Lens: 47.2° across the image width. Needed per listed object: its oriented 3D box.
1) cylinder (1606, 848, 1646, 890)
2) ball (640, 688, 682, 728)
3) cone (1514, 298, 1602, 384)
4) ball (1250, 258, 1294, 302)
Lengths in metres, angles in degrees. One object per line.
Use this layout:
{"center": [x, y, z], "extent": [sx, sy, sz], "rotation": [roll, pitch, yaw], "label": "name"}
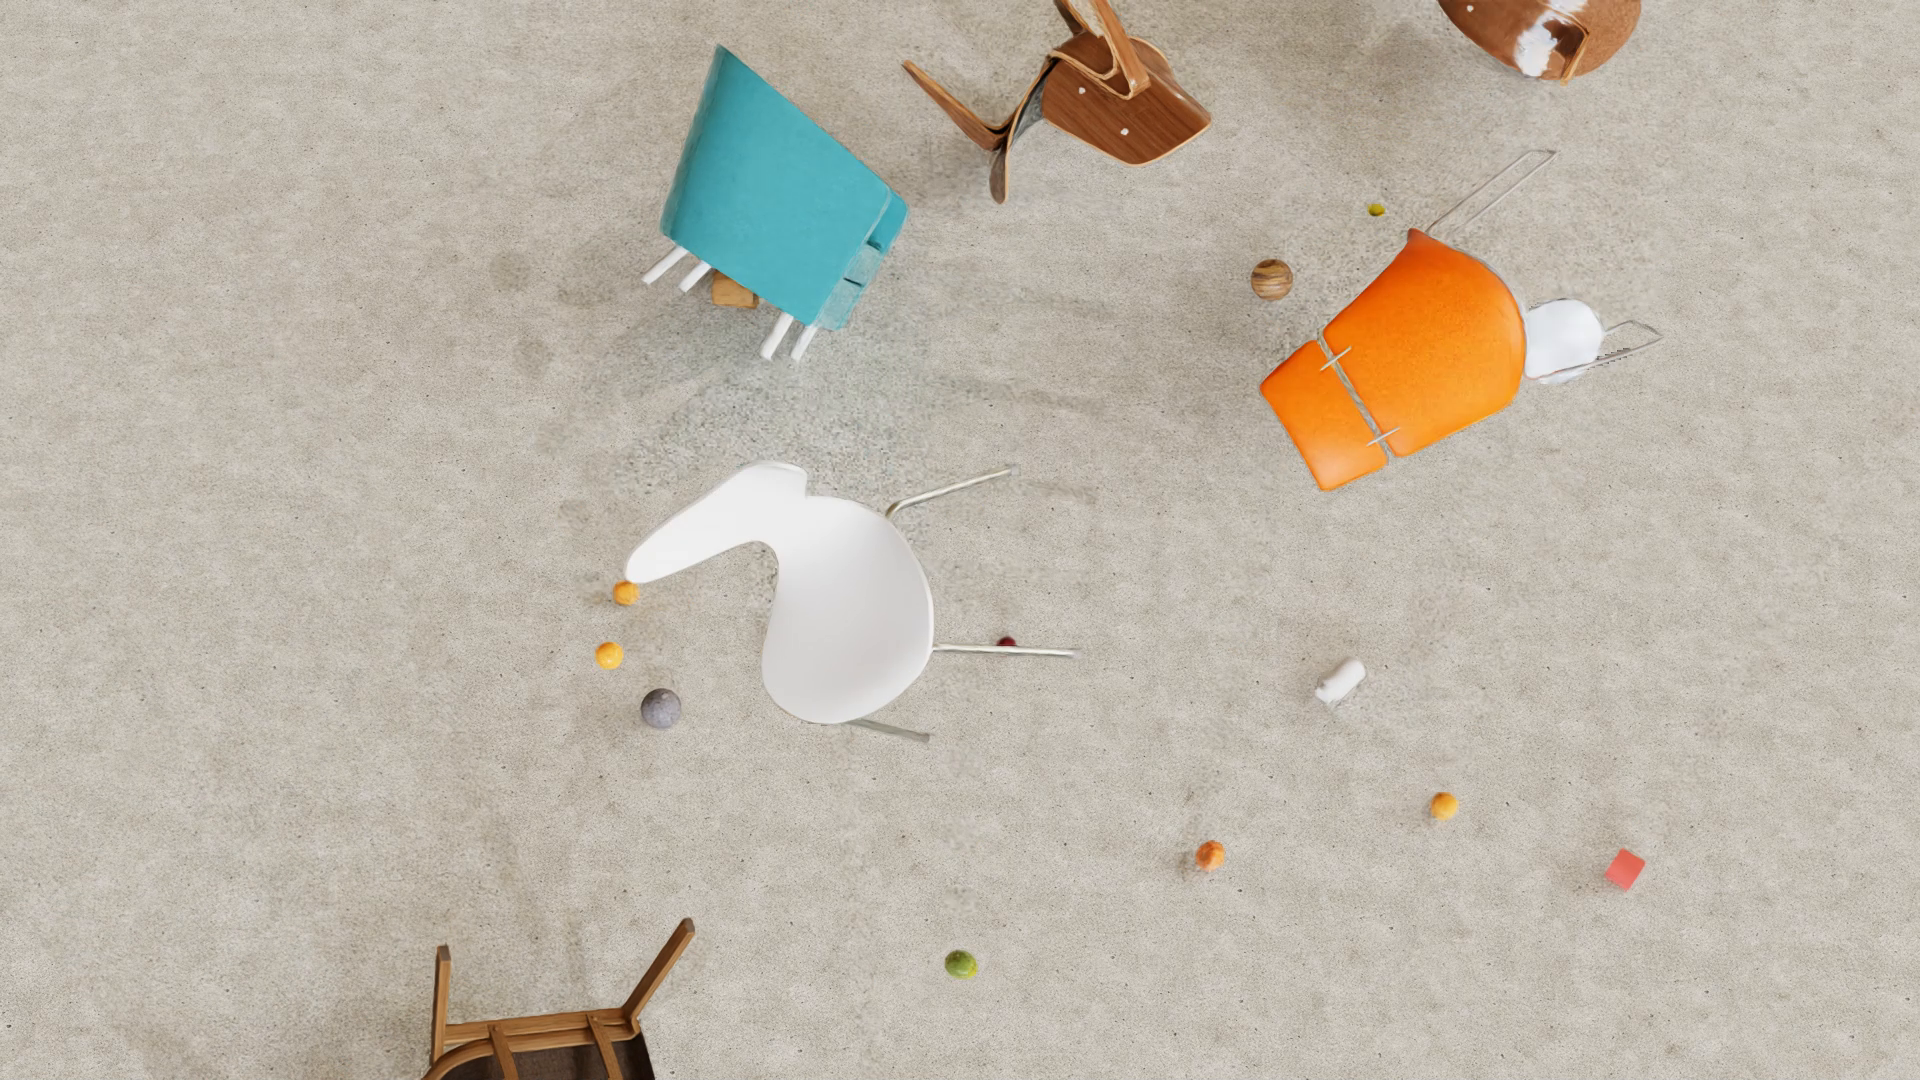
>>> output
{"center": [1.794, 0.886, 5.928], "extent": [0.072, 0.080, 0.089], "rotation": [34, 103, 20], "label": "cylinder"}
{"center": [-0.840, 0.474, 6.187], "extent": [0.114, 0.114, 0.114], "rotation": [0, 56, 0], "label": "ball"}
{"center": [1.814, -0.666, 6.821], "extent": [0.271, 0.273, 0.297], "rotation": [31, 20, -15], "label": "cone"}
{"center": [1.000, -0.834, 7.051], "extent": [0.137, 0.137, 0.137], "rotation": [0, 56, 0], "label": "ball"}
